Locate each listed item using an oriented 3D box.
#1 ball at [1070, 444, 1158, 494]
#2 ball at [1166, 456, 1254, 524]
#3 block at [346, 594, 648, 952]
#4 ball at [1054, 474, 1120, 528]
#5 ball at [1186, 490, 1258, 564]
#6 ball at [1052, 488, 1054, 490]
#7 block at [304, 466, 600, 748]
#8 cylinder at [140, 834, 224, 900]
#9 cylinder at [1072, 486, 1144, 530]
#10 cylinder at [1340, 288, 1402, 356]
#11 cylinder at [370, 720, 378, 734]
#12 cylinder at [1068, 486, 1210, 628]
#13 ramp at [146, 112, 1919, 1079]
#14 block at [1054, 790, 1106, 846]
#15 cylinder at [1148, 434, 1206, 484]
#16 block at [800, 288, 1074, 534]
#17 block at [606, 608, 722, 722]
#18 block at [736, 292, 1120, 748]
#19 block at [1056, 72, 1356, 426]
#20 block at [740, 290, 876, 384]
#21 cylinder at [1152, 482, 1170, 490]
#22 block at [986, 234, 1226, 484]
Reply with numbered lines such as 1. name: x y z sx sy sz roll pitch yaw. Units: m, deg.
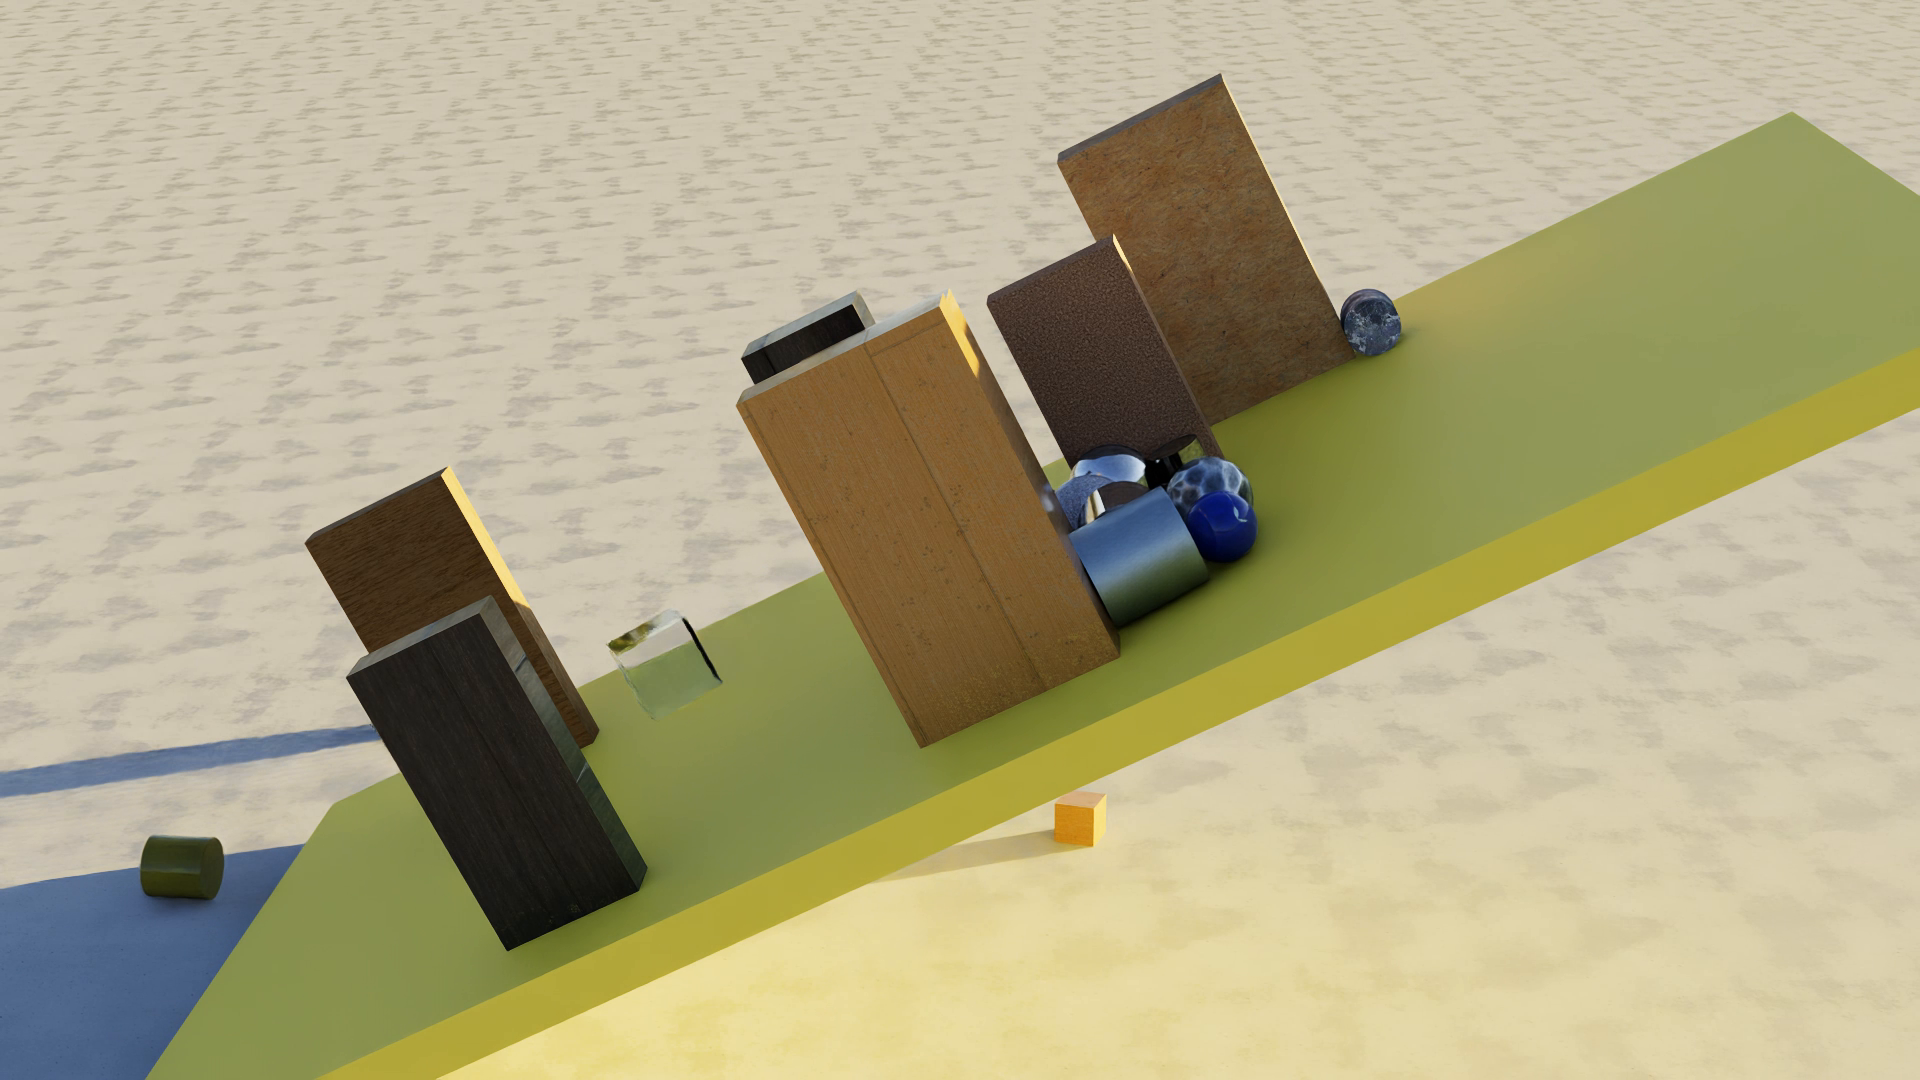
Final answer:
1. ball: 0.328 -0.111 6.318 0.192 0.192 0.192 0 17 0
2. ball: 0.501 -0.080 5.905 0.176 0.176 0.176 0 17 0
3. block: -0.888 0.452 5.669 0.294 0.626 0.115 -25 14 10
4. ball: 0.273 -0.039 6.146 0.197 0.197 0.197 0 17 0
5. ball: 0.512 -0.026 5.755 0.143 0.143 0.143 0 17 0
6. ball: 0.158 -0.025 6.332 0.191 0.191 0.191 0 17 0
7. block: -1.179 0.228 6.851 0.366 0.721 0.086 -25 14 10
8. cylinder: -1.906 0.801 7.211 0.153 0.153 0.153 2 17 7
9. cylinder: 0.335 -0.005 5.921 0.189 0.189 0.189 -2 6 -7
10. cylinder: 0.935 -0.497 6.703 0.128 0.128 0.128 1 17 3
11. cylinder: -1.562 0.438 8.340 0.202 0.202 0.202 -8 19 -26
12. cylinder: 0.346 0.034 5.716 0.207 0.207 0.207 -28 19 0
13. ramp: 0.139 0.168 6.281 4.000 0.100 2.000 -25 14 10
14. block: 0.310 0.716 7.579 0.105 0.105 0.105 6 18 19
15. cylinder: 0.481 -0.149 6.324 0.115 0.115 0.115 -26 14 7
16. block: -0.017 -0.115 5.923 0.336 0.695 0.131 -25 14 10
17. block: -0.689 0.288 6.841 0.179 0.179 0.179 -30 14 -11
18. block: -0.054 -0.031 5.560 0.425 0.754 0.119 -25 14 10
19. block: 0.567 -0.655 6.759 0.415 0.705 0.146 -25 14 10
20. block: -0.170 -0.138 6.228 0.262 0.730 0.146 -25 14 10
21. cylinder: 0.461 -0.065 6.054 0.115 0.115 0.115 -12 3 -35
22. block: 0.320 -0.343 6.399 0.304 0.560 0.096 -25 14 10
